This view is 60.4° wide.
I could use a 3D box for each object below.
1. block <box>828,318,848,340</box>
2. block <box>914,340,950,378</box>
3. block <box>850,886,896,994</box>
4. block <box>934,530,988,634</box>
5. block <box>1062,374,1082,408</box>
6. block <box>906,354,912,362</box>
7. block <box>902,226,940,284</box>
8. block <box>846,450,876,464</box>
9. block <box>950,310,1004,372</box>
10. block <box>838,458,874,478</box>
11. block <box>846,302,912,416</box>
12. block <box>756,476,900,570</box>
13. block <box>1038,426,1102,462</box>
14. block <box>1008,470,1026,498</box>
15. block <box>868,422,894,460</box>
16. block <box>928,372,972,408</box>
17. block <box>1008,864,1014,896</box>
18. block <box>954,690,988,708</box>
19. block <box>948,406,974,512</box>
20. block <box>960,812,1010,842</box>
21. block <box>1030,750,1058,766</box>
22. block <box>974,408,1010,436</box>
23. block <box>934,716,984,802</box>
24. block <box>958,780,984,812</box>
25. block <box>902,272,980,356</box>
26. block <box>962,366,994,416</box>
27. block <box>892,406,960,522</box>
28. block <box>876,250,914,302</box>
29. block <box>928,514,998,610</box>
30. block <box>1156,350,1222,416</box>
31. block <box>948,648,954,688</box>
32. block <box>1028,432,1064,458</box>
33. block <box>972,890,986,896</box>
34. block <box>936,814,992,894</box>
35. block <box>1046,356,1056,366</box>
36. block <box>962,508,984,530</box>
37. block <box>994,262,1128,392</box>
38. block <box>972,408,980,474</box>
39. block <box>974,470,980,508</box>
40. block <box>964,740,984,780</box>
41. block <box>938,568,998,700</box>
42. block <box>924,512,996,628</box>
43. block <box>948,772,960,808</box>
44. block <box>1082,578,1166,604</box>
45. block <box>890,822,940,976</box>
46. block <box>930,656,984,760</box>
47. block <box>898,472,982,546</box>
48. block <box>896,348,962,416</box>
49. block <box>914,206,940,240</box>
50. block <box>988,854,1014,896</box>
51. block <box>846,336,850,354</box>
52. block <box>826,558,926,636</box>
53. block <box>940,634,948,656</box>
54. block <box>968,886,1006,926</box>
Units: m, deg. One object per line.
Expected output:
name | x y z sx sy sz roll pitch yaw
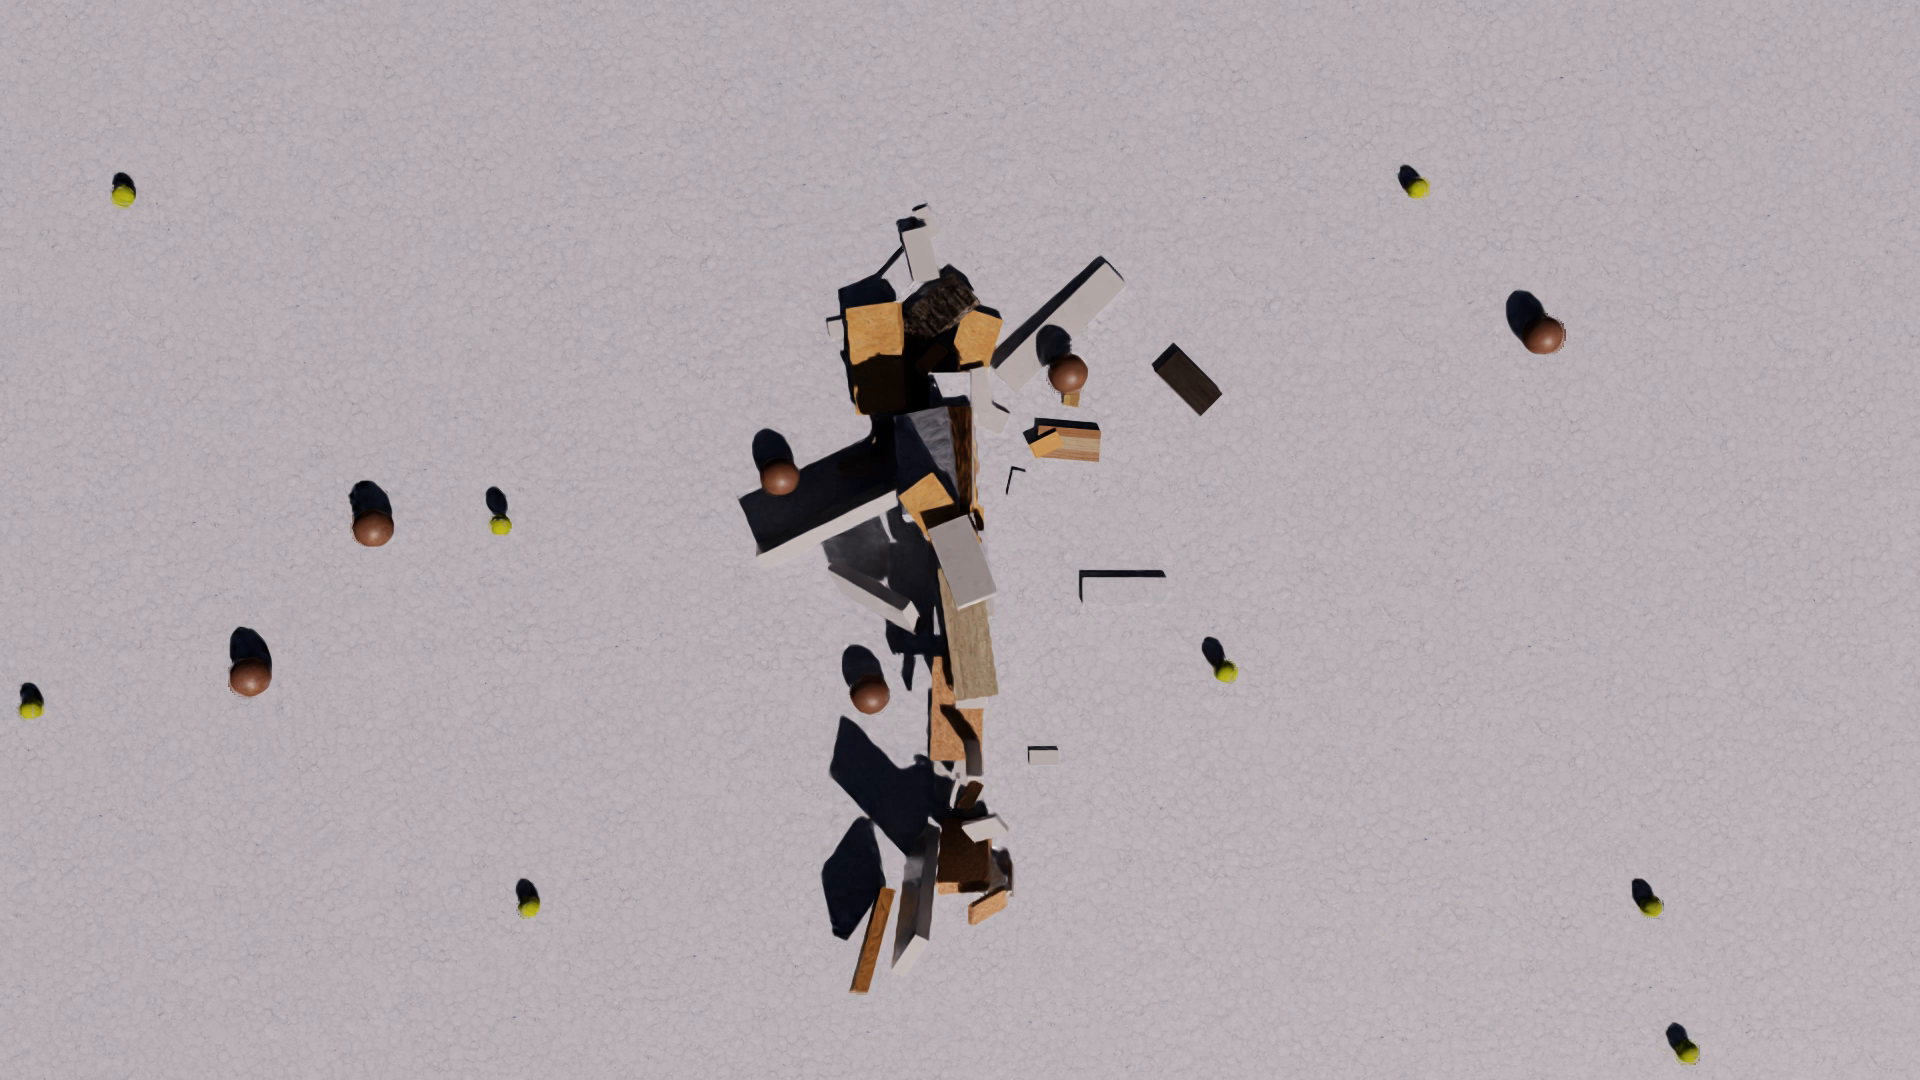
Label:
block | -0.380 -0.708 5.492 0.114 0.016 0.057 -10 90 0
block | -0.095 -0.595 5.434 0.116 0.016 0.058 -46 67 10
block | -0.283 1.295 5.338 0.047 0.164 0.329 16 72 -3
block | 0.002 0.131 5.104 0.162 0.046 0.324 1 83 0
block | 0.375 -0.496 5.493 0.052 0.015 0.103 9 90 0
block | -0.220 -0.581 5.492 0.058 0.016 0.116 36 90 0
block | -0.130 -0.943 5.463 0.086 0.024 0.173 -14 88 -2
block | -0.328 -0.265 5.494 0.090 0.013 0.045 -18 90 0
block | 0.039 -0.621 5.481 0.135 0.038 0.269 18 90 0
block | -0.345 -0.237 5.479 0.114 0.016 0.057 -4 95 -1
block | -0.268 -0.596 5.437 0.176 0.050 0.353 -5 92 15
block | -0.397 -0.071 5.408 0.577 0.176 0.050 -26 106 0
block | 0.361 -0.319 5.485 0.208 0.029 0.104 5 90 0
block | 0.189 -0.186 5.494 0.045 0.013 0.090 13 90 0
block | -0.261 -0.330 5.484 0.057 0.016 0.114 14 86 -7
block | -0.029 -0.408 5.326 0.133 0.038 0.266 -1 98 8
block | 0.169 1.123 5.454 0.014 0.048 0.096 -2 61 10
block | 0.030 0.420 5.076 0.098 0.028 0.196 -3 102 8
block | -0.040 -0.252 5.210 0.162 0.046 0.356 -5 63 8
block | 0.080 0.909 5.212 0.146 0.021 0.073 -23 114 38
block | 0.279 0.724 5.493 0.096 0.014 0.048 -1 90 0
block | 0.081 -0.416 5.489 0.156 0.022 0.077 25 90 0
block | -0.005 0.703 5.477 0.161 0.046 0.322 1 90 0
block | 0.034 0.819 5.299 0.049 0.014 0.098 36 76 -32
block | -0.079 -0.748 5.458 0.269 0.038 0.135 -40 69 0
block | 0.061 -0.490 5.449 0.076 0.022 0.153 -11 89 0
block | -0.105 -0.239 5.154 0.176 0.050 0.353 -10 65 8
block | -0.190 -0.888 5.488 0.086 0.024 0.173 42 90 0
block | 0.009 0.066 4.948 0.130 0.037 0.259 -21 73 0
block | 0.762 -0.520 5.485 0.208 0.029 0.104 45 90 0
block | 0.011 0.364 5.145 0.098 0.028 0.196 -2 75 -1
block | 0.286 -0.314 5.463 0.104 0.015 0.052 -26 90 0
block | 0.064 1.130 5.455 0.048 0.096 0.014 17 129 -9
block | 0.015 1.015 5.338 0.161 0.322 0.046 -6 119 6
block | 0.274 -0.628 5.493 0.045 0.013 0.090 -37 91 -2
block | 0.001 0.046 5.185 0.147 0.042 0.294 0 88 0
block | 0.334 -0.704 5.475 0.515 0.029 0.104 -44 91 -2
block | -0.017 -0.345 5.403 0.133 0.038 0.266 -3 111 9
block | -0.014 -0.184 5.425 0.133 0.038 0.266 -4 111 9
block | 0.041 0.673 5.065 0.049 0.201 0.014 -2 116 -2
block | 0.025 0.277 5.001 0.130 0.037 0.405 -8 94 0
block | -0.004 0.093 5.063 0.162 0.046 0.324 -12 83 -2
block | -0.017 0.783 5.159 0.014 0.049 0.098 14 101 -4
block | 0.547 0.167 5.488 0.280 0.024 0.086 0 90 0
block | -0.136 1.128 5.214 0.047 0.556 0.164 26 115 -10
block | -0.008 0.528 5.181 0.161 0.046 0.322 2 90 0
block | -0.060 -0.064 5.031 0.130 0.037 0.259 -36 85 4
block | -0.106 -0.503 5.454 0.135 0.038 0.269 21 90 25
block | -0.108 -1.054 5.493 0.052 0.015 0.104 -24 90 0
block | 0.108 1.114 5.436 0.073 0.021 0.146 -32 56 -3
block | -0.320 -0.660 5.492 0.116 0.016 0.058 -12 90 0
block | -0.272 0.185 5.343 0.329 0.164 0.047 28 70 30
block | 0.000 0.416 5.222 0.129 0.037 0.258 0 90 0
block | 0.085 1.145 5.161 0.021 0.146 0.073 26 123 39
